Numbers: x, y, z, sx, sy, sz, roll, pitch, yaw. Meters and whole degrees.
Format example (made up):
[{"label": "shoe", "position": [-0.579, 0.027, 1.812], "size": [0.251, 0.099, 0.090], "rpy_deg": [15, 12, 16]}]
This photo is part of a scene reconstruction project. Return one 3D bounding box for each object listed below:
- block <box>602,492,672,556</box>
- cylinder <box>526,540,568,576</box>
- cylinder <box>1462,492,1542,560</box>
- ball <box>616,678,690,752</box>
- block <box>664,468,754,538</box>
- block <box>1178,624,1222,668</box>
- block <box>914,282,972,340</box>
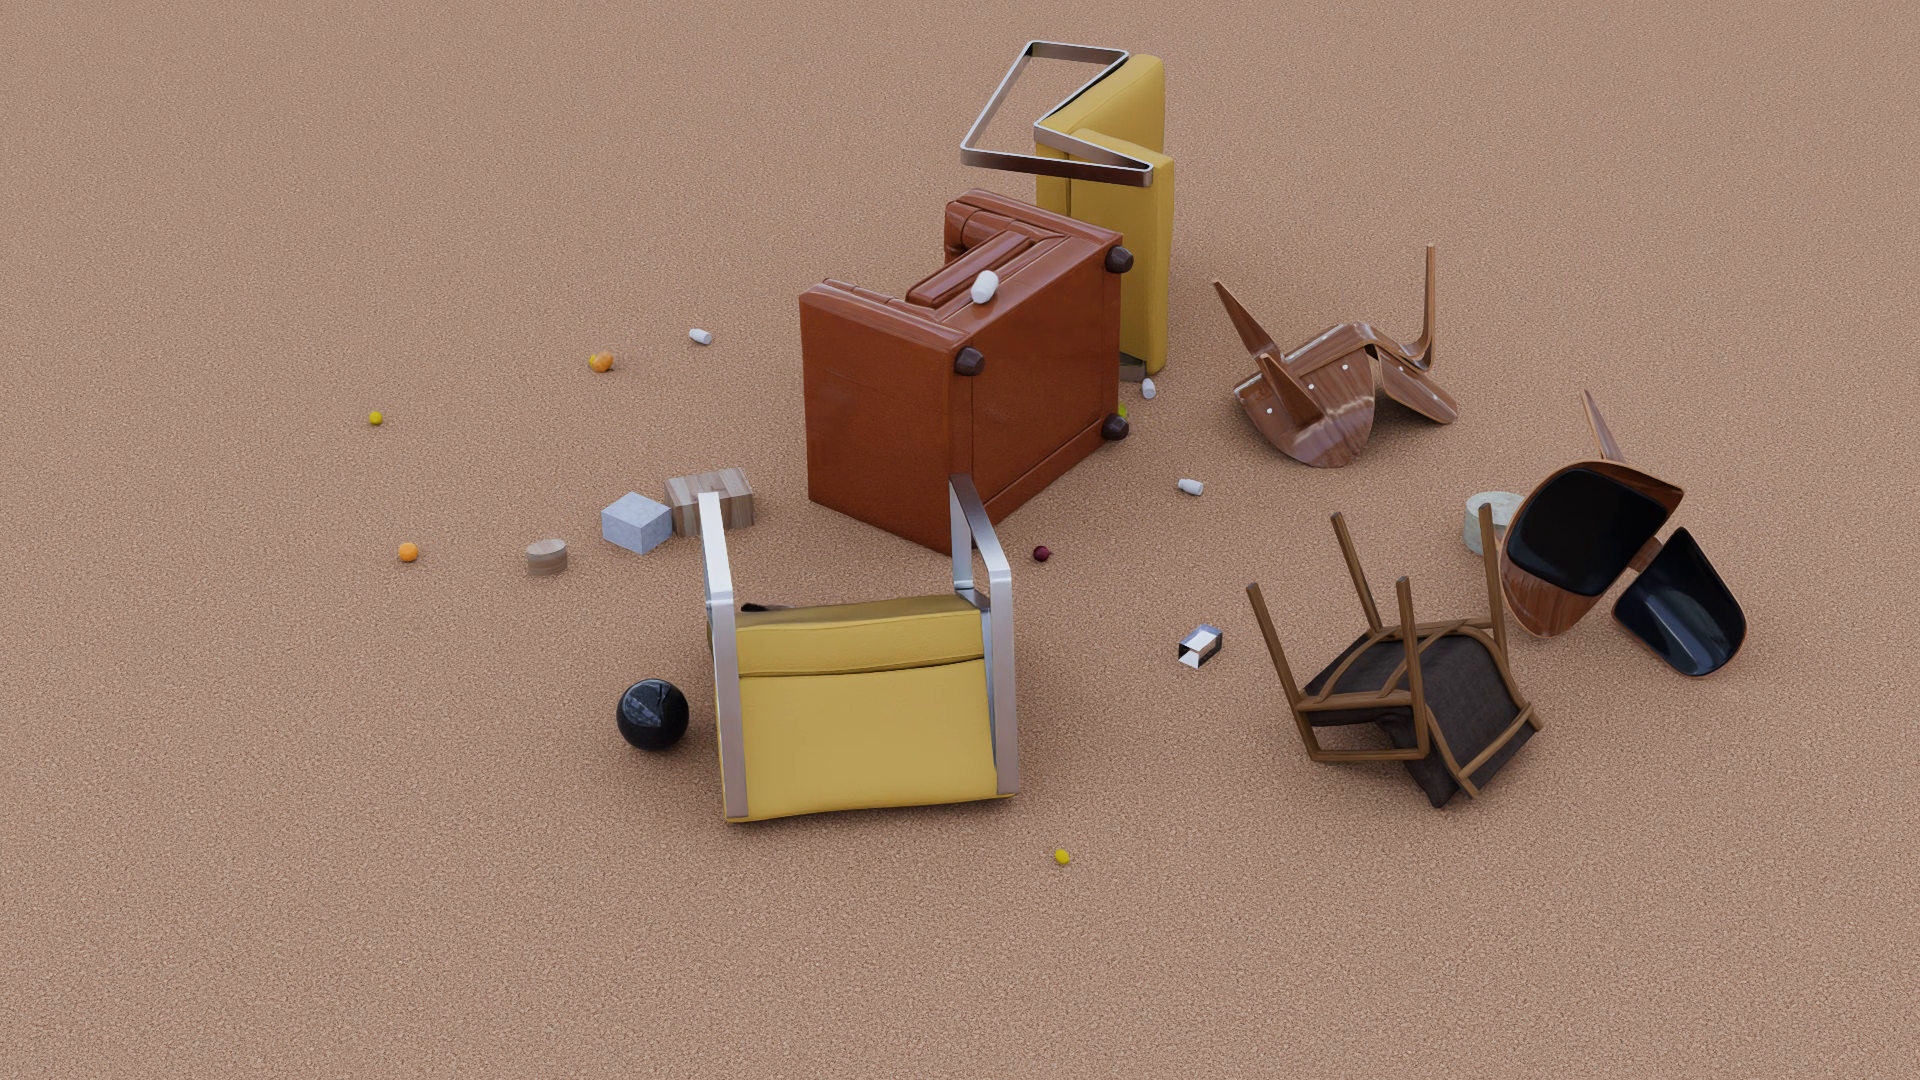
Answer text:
[{"label": "block", "position": [-1.204, -0.063, 10.929], "size": [0.195, 0.121, 0.170], "rpy_deg": [22, 39, 30]}, {"label": "cylinder", "position": [-1.515, 0.064, 10.761], "size": [0.147, 0.094, 0.092], "rpy_deg": [-13, 36, -19]}, {"label": "cylinder", "position": [2.012, -0.054, 10.890], "size": [0.276, 0.150, 0.230], "rpy_deg": [11, 35, 17]}, {"label": "ball", "position": [-1.029, 0.587, 9.829], "size": [0.248, 0.248, 0.248], "rpy_deg": [0, 33, 0]}, {"label": "block", "position": [-0.944, -0.141, 11.030], "size": [0.298, 0.141, 0.195], "rpy_deg": [-10, 35, -15]}, {"label": "block", "position": [0.846, 0.372, 10.311], "size": [0.082, 0.075, 0.152], "rpy_deg": [23, 40, 31]}, {"label": "block", "position": [-0.071, -0.959, 12.269], "size": [0.135, 0.143, 0.218], "rpy_deg": [-24, 40, -32]}]
